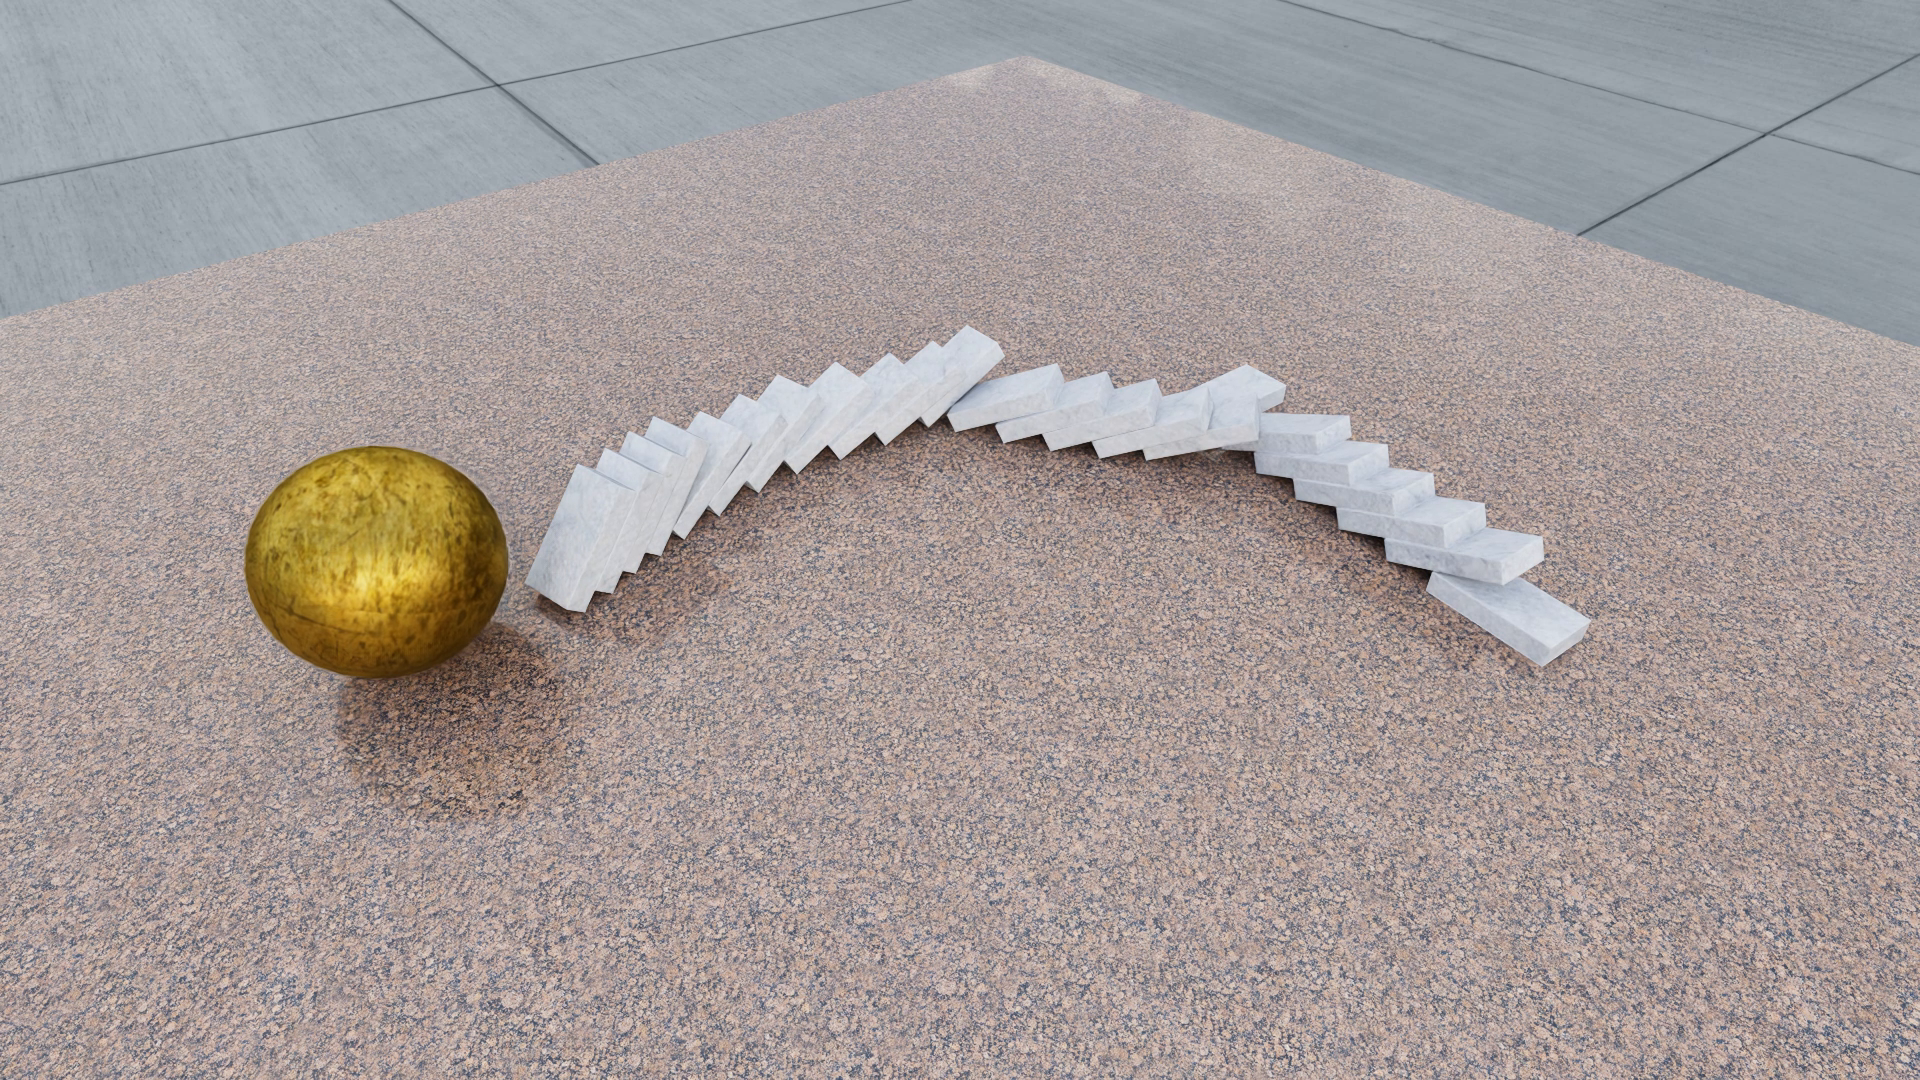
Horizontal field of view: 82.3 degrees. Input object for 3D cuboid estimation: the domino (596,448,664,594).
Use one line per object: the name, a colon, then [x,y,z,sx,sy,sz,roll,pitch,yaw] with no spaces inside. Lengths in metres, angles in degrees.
domino: [-0.136,-0.008,0.427,0.025,0.050,0.010,25,1,27]

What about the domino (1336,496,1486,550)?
domino: [0.179,-0.009,0.439,0.025,0.010,0.050,-23,21,-26]

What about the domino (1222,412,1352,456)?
domino: [0.143,-0.047,0.485,0.025,0.010,0.050,-26,23,-34]

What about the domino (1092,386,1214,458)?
domino: [0.086,-0.052,0.489,0.050,0.010,0.025,-11,34,30]

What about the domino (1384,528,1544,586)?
domino: [0.193,0.004,0.423,0.025,0.009,0.050,-24,21,-26]

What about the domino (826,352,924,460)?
domino: [-0.043,-0.061,0.501,0.050,0.009,0.025,-40,48,-4]

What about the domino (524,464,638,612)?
domino: [-0.144,-0.001,0.418,0.025,0.050,0.010,25,1,27]

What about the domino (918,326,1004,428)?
domino: [-0.006,-0.078,0.520,0.050,0.009,0.025,-44,46,-7]

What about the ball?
ball: [-0.199,0.008,0.378,0.080,0.080,0.080,0,39,0]

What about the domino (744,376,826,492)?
domino: [-0.084,-0.047,0.484,0.025,0.009,0.050,26,73,29]

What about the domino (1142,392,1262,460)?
domino: [0.108,-0.051,0.491,0.050,0.010,0.025,-9,34,25]

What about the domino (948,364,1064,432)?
domino: [0.021,-0.066,0.508,0.050,0.009,0.025,-11,33,28]

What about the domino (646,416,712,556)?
domino: [-0.122,-0.022,0.444,0.025,0.050,0.010,25,1,27]

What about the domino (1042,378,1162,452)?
domino: [0.064,-0.056,0.495,0.050,0.009,0.025,-12,32,29]

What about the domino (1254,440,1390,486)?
domino: [0.154,-0.034,0.470,0.025,0.010,0.050,-24,21,-27]

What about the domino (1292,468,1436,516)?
domino: [0.166,-0.022,0.455,0.025,0.010,0.050,-23,21,-26]

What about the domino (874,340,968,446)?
domino: [-0.023,-0.068,0.509,0.050,0.010,0.025,-40,47,-4]

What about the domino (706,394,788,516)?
domino: [-0.099,-0.037,0.472,0.025,0.009,0.050,26,73,28]

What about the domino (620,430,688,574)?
domino: [-0.130,-0.015,0.436,0.025,0.050,0.010,25,1,27]

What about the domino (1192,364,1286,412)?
domino: [0.129,-0.067,0.525,0.050,0.010,0.025,-26,46,-28]

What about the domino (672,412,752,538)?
domino: [-0.112,-0.027,0.459,0.025,0.010,0.050,25,74,27]

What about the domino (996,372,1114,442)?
domino: [0.043,-0.060,0.500,0.050,0.009,0.025,-12,32,29]

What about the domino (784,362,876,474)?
domino: [-0.064,-0.055,0.494,0.050,0.009,0.025,-46,53,-9]

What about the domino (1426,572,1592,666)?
domino: [0.205,0.024,0.414,0.025,0.009,0.050,-24,45,-26]
